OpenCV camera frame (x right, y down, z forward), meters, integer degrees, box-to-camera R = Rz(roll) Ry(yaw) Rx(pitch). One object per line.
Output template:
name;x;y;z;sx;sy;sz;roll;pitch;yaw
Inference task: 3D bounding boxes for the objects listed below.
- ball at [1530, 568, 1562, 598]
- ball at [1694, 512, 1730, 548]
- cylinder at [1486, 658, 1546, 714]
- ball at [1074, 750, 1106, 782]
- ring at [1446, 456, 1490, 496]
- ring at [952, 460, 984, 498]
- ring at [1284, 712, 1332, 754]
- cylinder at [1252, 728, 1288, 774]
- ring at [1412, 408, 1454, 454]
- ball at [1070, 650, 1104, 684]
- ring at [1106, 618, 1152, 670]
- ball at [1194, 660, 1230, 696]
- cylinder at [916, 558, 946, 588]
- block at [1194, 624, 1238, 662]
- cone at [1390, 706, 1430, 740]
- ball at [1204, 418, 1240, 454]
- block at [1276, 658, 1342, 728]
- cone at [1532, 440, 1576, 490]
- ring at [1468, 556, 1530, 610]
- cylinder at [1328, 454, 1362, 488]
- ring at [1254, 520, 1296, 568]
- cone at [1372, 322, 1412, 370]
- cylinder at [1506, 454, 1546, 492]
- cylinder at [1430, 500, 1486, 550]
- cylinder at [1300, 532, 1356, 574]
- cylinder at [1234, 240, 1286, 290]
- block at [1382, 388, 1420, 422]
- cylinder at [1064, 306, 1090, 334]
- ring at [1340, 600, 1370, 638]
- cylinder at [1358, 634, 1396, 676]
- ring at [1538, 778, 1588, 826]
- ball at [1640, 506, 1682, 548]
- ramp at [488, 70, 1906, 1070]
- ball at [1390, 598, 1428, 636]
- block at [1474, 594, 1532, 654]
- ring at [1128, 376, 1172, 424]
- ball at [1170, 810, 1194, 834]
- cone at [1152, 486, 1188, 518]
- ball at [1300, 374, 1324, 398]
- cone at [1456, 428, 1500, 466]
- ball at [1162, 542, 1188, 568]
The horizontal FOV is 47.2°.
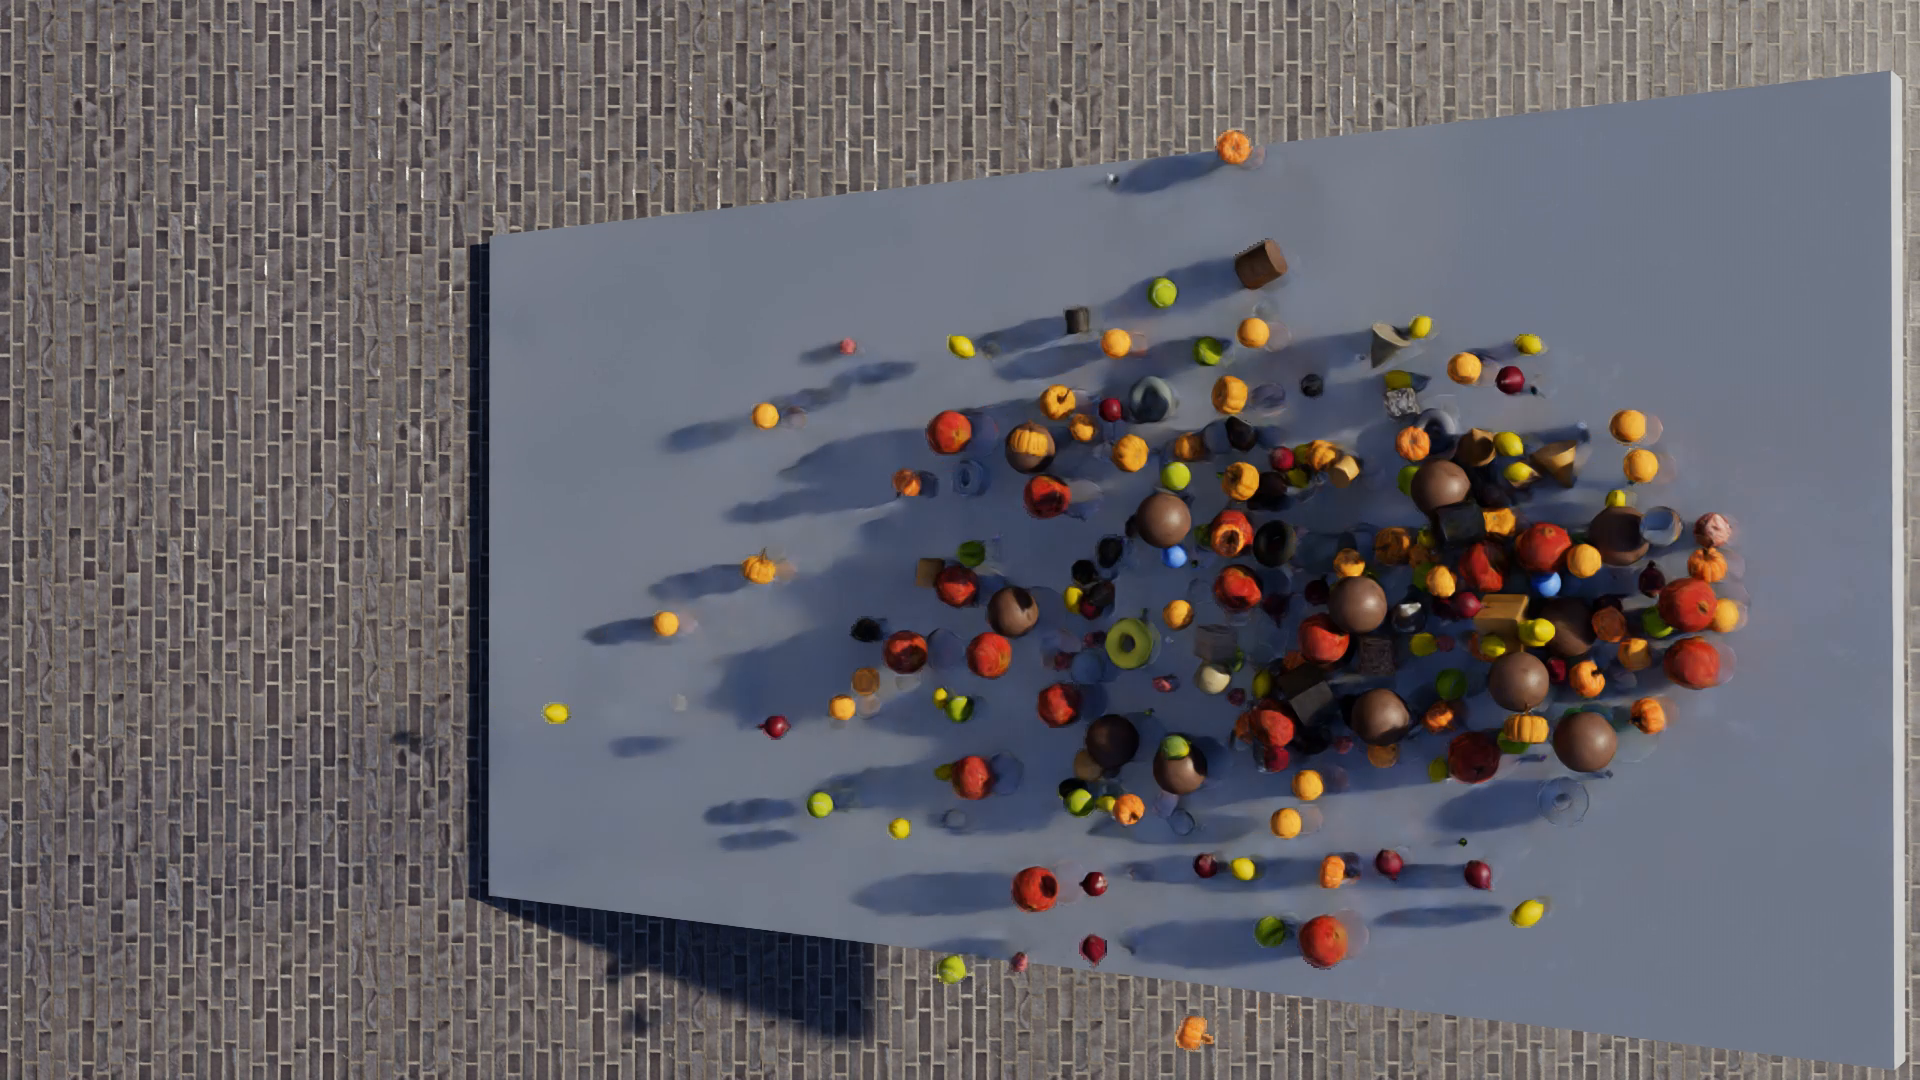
ball;1.262;0.092;4.739;0.065;0.065;0.065;0;90;0
ball;1.561;-0.020;4.564;0.074;0.074;0.074;0;90;0
cylinder;1.211;0.319;4.791;0.093;0.093;0.093;28;90;31
ball;0.319;0.555;5.411;0.081;0.081;0.081;0;90;0
ring;1.127;-0.147;4.883;0.102;0.034;0.102;-9;76;39
ring;0.019;-0.157;5.653;0.098;0.033;0.098;-1;88;38
ring;0.804;0.443;5.087;0.116;0.039;0.116;12;118;24
cylinder;0.722;0.491;5.120;0.077;0.077;0.077;-2;57;0
ring;1.061;-0.245;4.935;0.103;0.034;0.103;1;91;35
ball;0.314;0.314;5.414;0.085;0.085;0.085;0;90;0
ring;0.412;0.253;5.372;0.127;0.042;0.127;-2;87;36
ball;0.585;0.317;5.096;0.084;0.084;0.084;0;90;0
cylinder;-0.075;0.085;5.689;0.071;0.071;0.071;7;96;0
block;0.592;0.239;5.096;0.067;0.067;0.067;-4;107;-32
cone;1.023;0.401;4.955;0.079;0.079;0.079;-21;90;24
ball;0.619;-0.246;5.208;0.085;0.085;0.085;0;90;0
block;0.785;0.345;4.944;0.093;0.093;0.093;-31;119;7
cone;1.302;-0.153;4.757;0.098;0.098;0.098;-24;103;0
ring;1.186;0.109;4.835;0.146;0.049;0.146;-4;83;36
cylinder;0.873;-0.156;4.987;0.055;0.055;0.055;44;53;0
ring;0.703;0.008;4.912;0.109;0.036;0.109;-18;61;36
cone;0.956;-0.425;4.982;0.097;0.097;0.097;25;119;0
cylinder;1.235;-0.146;4.794;0.059;0.059;0.059;-36;90;37
cylinder;1.075;-0.033;4.750;0.091;0.091;0.091;-14;90;-4
cylinder;0.846;0.029;5.042;0.094;0.094;0.094;-3;89;37
cylinder;0.704;-0.642;5.150;0.088;0.088;0.088;-27;90;32
block;0.978;-0.300;4.876;0.058;0.058;0.058;-18;80;24
cylinder;0.291;-0.544;5.442;0.057;0.057;0.057;-7;102;0
ring;0.900;0.180;5.007;0.031;0.093;0.093;-33;90;30
cylinder;0.936;0.259;4.948;0.082;0.082;0.082;0;97;0
ring;1.301;0.565;4.745;0.111;0.037;0.111;-13;61;25
ball;1.446;-0.028;4.537;0.085;0.085;0.085;0;90;0
ramp;0.247;0.068;5.574;4.000;0.100;2.000;0;89;35
ball;1.008;0.172;4.938;0.083;0.083;0.083;0;90;0
block;1.176;0.182;4.760;0.092;0.092;0.092;0;122;31
ring;0.461;-0.342;5.347;0.115;0.038;0.115;0;90;34
ball;0.533;0.678;5.276;0.059;0.059;0.059;0;90;0
cone;0.514;-0.098;5.295;0.083;0.083;0.083;-12;90;12
ball;0.816;-0.358;5.092;0.054;0.054;0.054;0;90;0
cone;1.132;-0.224;4.829;0.092;0.092;0.092;-9;62;17
ball;0.512;0.037;5.244;0.062;0.062;0.062;0;90;0
